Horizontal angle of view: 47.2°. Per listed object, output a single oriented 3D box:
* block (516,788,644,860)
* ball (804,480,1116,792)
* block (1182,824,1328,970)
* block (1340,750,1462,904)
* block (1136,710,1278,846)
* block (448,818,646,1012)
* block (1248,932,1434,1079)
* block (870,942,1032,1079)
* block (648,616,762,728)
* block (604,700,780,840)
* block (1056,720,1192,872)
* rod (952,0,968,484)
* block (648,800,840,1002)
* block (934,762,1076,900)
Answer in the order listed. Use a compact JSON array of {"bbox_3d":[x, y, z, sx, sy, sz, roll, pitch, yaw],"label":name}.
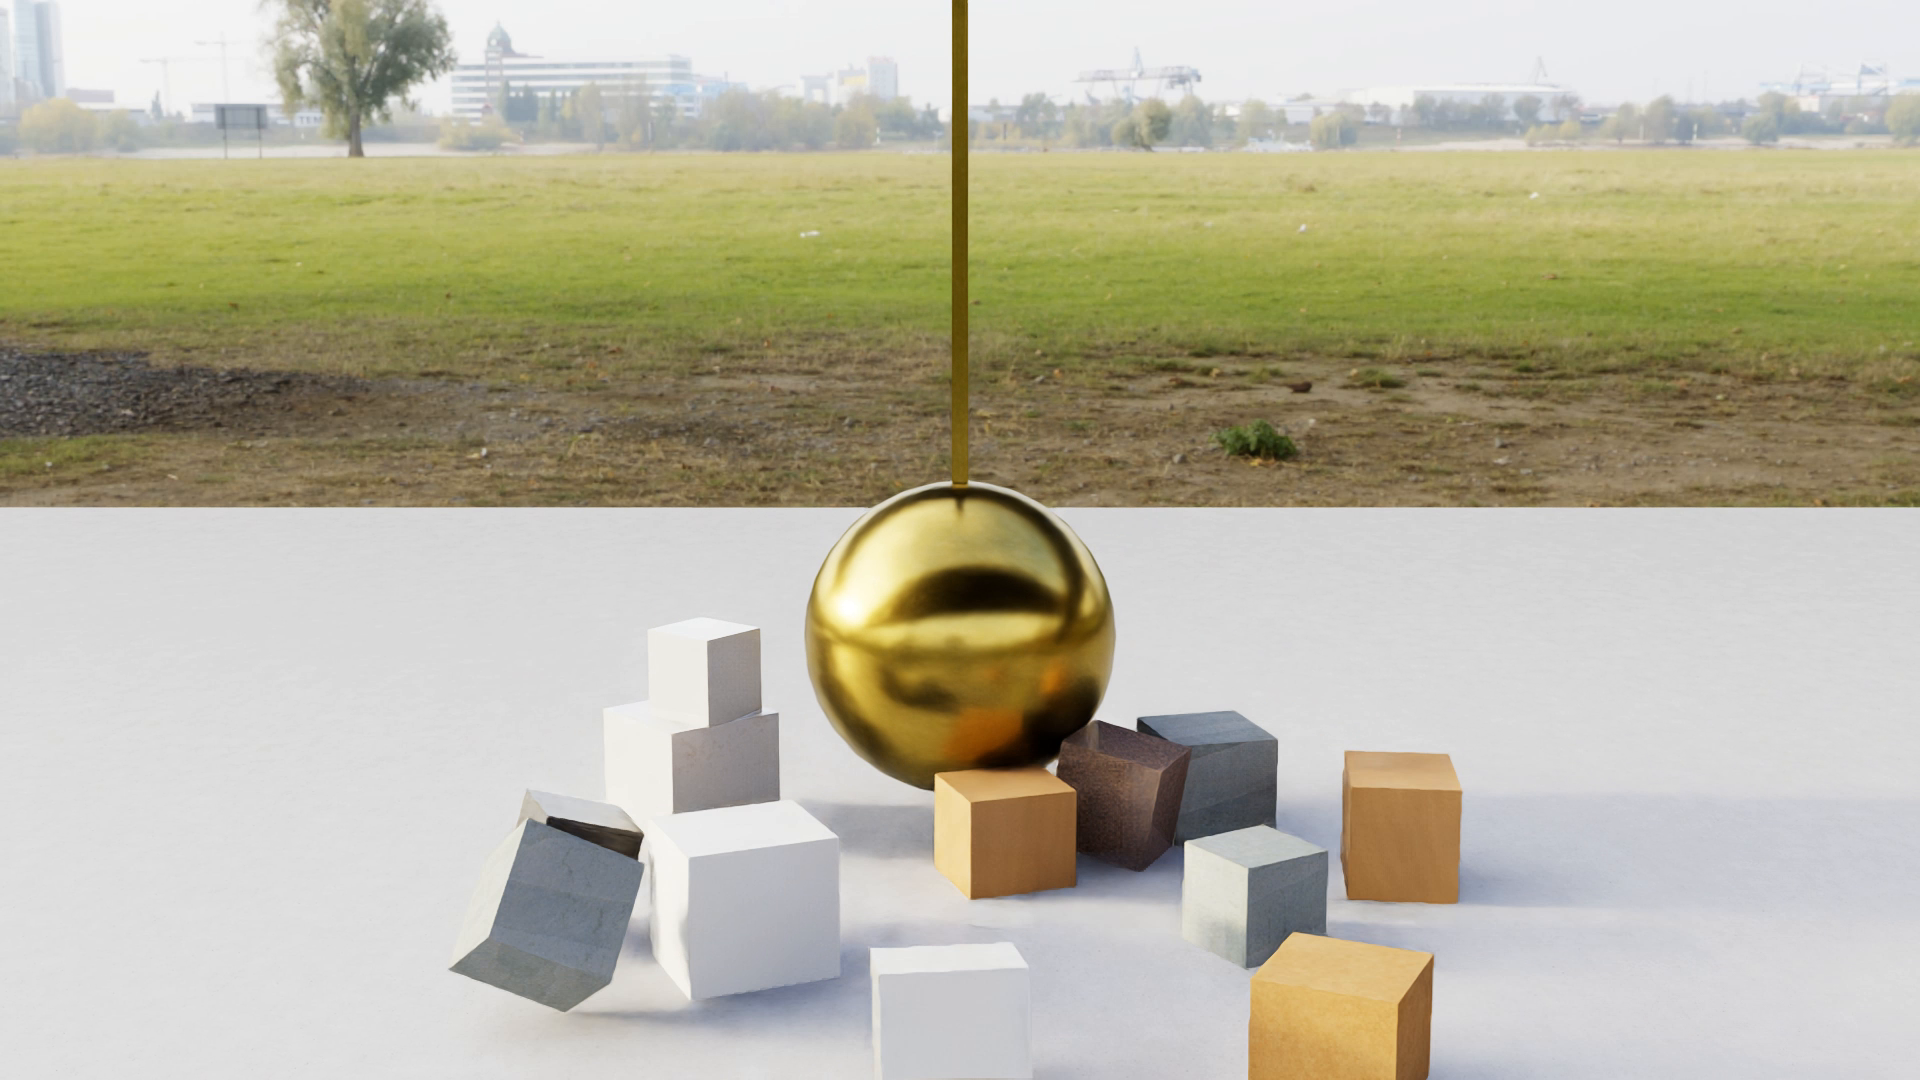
[{"bbox_3d":[-1.736,1.456,9.770,0.442,0.530,0.447,14,3,-24],"label":"block"},{"bbox_3d":[0.000,0.496,11.259,1.600,1.600,1.600,0,10,0],"label":"ball"},{"bbox_3d":[1.299,1.565,9.694,0.454,0.452,0.436,-7,12,-32],"label":"block"},{"bbox_3d":[2.102,1.365,10.524,0.505,0.549,0.623,1,10,7],"label":"block"},{"bbox_3d":[1.270,1.223,11.387,0.549,0.519,0.594,-3,11,-14],"label":"block"},{"bbox_3d":[-1.652,1.508,8.800,0.513,0.509,0.535,25,-33,-18],"label":"block"},{"bbox_3d":[1.422,1.819,8.198,0.547,0.487,0.533,5,11,25],"label":"block"},{"bbox_3d":[-0.039,1.787,8.111,0.540,0.493,0.502,-2,0,-6],"label":"block"},{"bbox_3d":[-1.299,0.669,11.205,0.420,0.446,0.385,8,13,38],"label":"block"},{"bbox_3d":[-1.385,1.179,11.367,0.650,0.614,0.643,-9,13,-39],"label":"block"},{"bbox_3d":[0.783,1.262,10.910,0.522,0.530,0.457,15,15,21],"label":"block"},{"bbox_3d":[0.000,-2.851,10.657,0.080,5.200,0.080,0,10,0],"label":"rod"},{"bbox_3d":[-0.928,1.529,9.422,0.658,0.621,0.588,-4,11,-23],"label":"block"},{"bbox_3d":[0.214,1.393,10.573,0.535,0.476,0.504,-4,11,-20],"label":"block"}]
